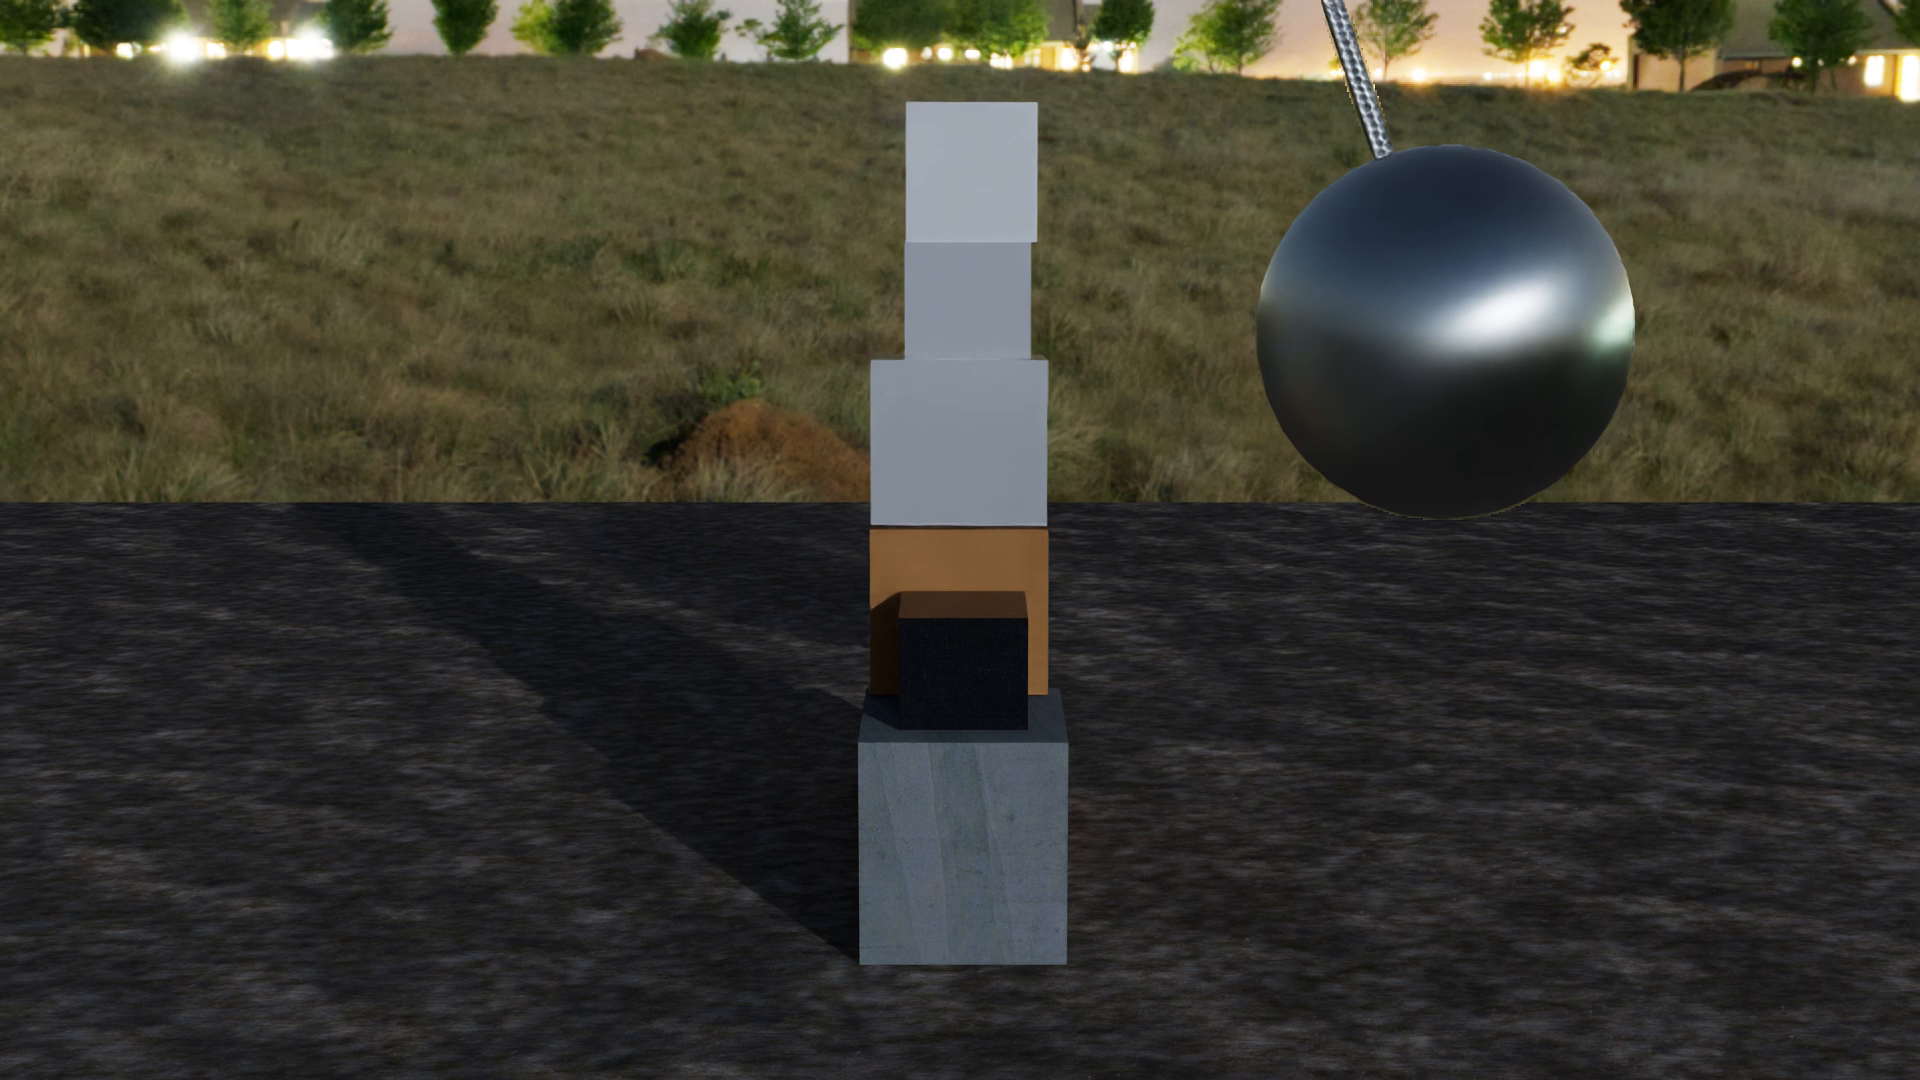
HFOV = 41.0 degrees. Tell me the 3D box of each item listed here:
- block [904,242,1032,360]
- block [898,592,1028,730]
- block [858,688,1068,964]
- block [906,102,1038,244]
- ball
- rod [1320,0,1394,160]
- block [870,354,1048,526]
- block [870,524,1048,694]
[{"bbox_3d":[0.030,-1.038,11.096,0.535,0.494,0.521,0,6,-1],"label":"block"},{"bbox_3d":[0.013,0.488,10.495,0.515,0.459,0.541,0,10,0],"label":"block"},{"bbox_3d":[0.013,1.164,10.611,0.827,0.914,0.915,0,10,0],"label":"block"},{"bbox_3d":[0.049,-1.577,11.070,0.553,0.585,0.551,0,6,0],"label":"block"},{"bbox_3d":[2.074,-0.891,11.018,1.600,1.600,1.600,0,10,0],"label":"ball"},{"bbox_3d":[0.899,-4.030,10.448,0.080,5.200,0.080,-20,10,4],"label":"rod"},{"bbox_3d":[-0.005,-0.445,11.168,0.747,0.701,0.672,0,6,0],"label":"block"},{"bbox_3d":[-0.004,0.264,11.138,0.748,0.699,0.744,0,6,0],"label":"block"}]
